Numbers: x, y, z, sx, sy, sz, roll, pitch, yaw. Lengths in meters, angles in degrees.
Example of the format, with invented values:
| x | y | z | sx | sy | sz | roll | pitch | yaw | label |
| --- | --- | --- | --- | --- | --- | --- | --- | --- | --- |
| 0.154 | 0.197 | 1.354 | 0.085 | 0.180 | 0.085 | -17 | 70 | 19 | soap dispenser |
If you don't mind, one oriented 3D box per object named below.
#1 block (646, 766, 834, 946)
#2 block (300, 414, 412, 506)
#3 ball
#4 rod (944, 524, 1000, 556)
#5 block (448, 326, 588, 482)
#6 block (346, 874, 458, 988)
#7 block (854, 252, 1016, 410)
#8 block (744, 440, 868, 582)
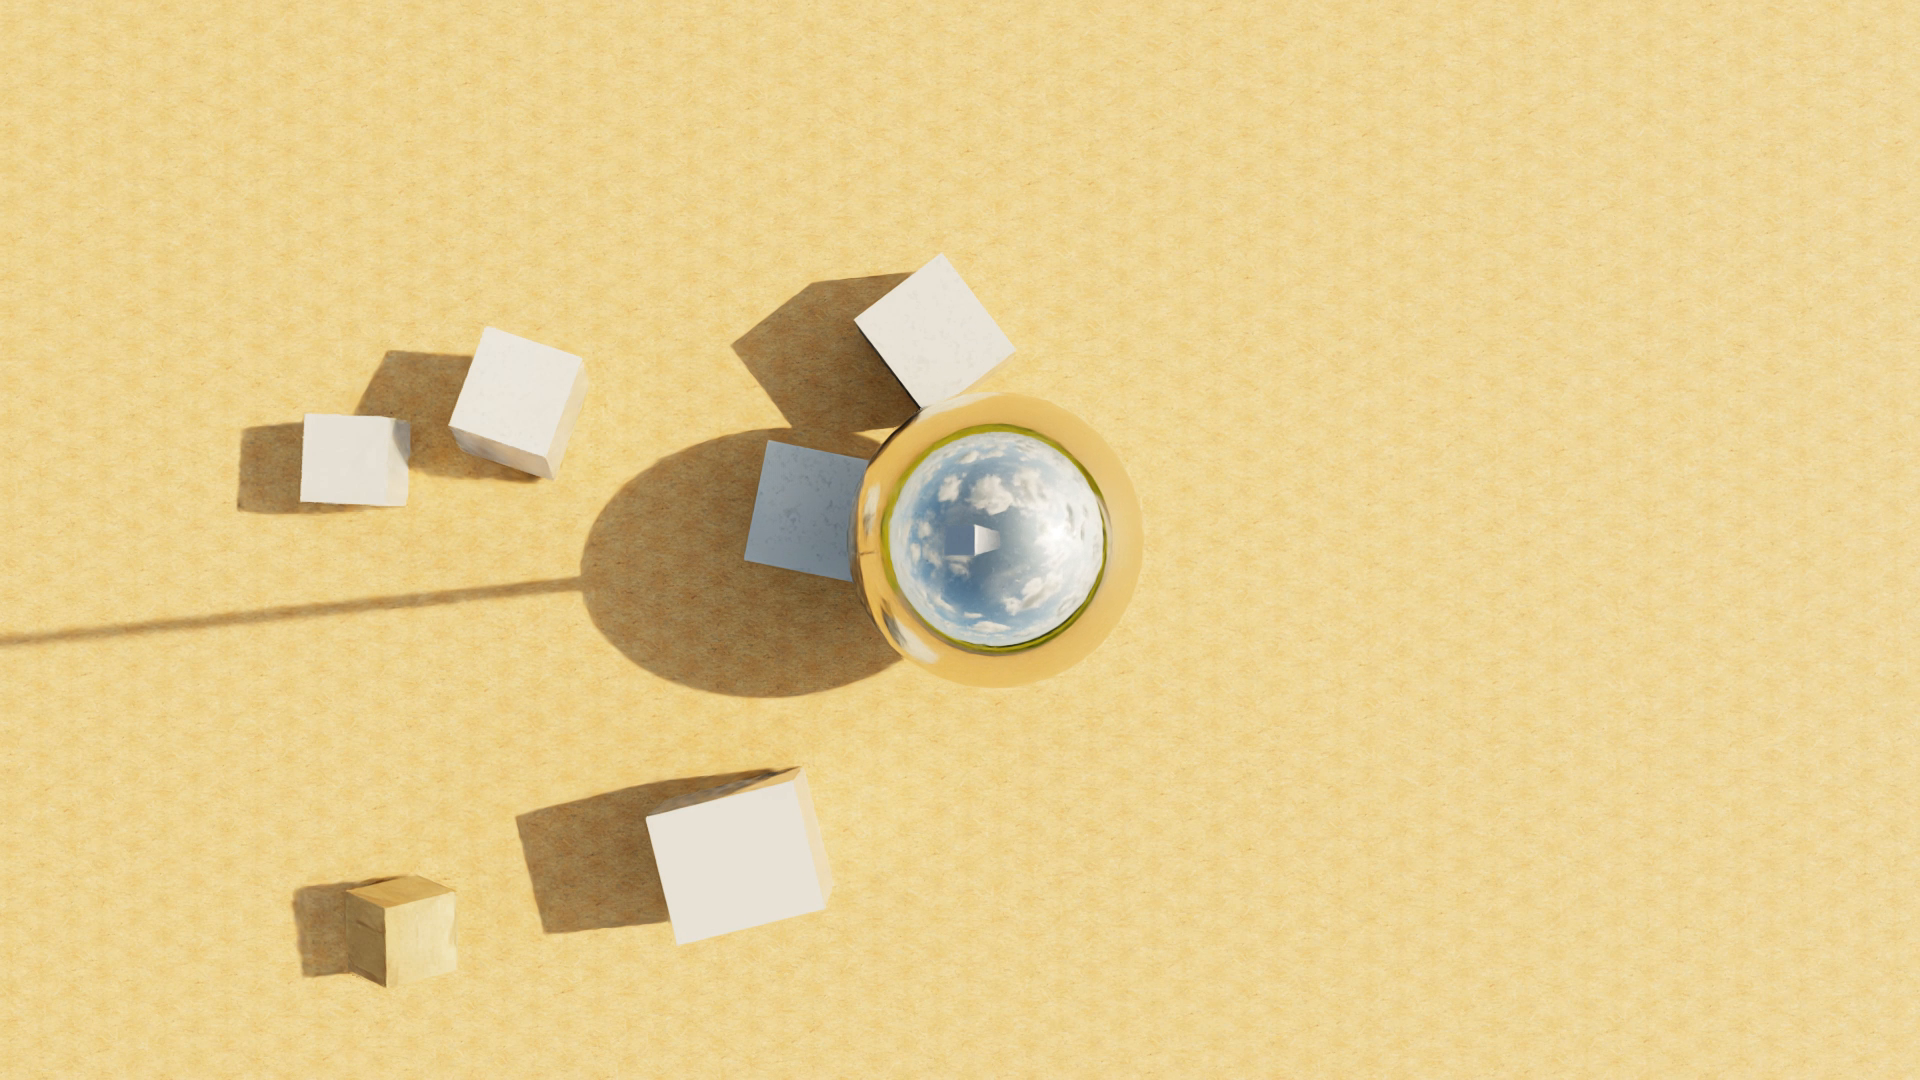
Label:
| x | y | z | sx | sy | sz | roll | pitch | yaw | label |
| --- | --- | --- | --- | --- | --- | --- | --- | --- | --- |
| -1.242 | 1.786 | 12.578 | 0.841 | 0.843 | 0.731 | -14 | 90 | 0 | block |
| -3.498 | -0.459 | 12.753 | 0.482 | 0.495 | 0.502 | 3 | 90 | 0 | block |
| 0.187 | 0.000 | 11.805 | 1.600 | 1.600 | 1.600 | 0 | 90 | 0 | ball |
| 0.081 | 0.000 | 8.407 | 0.080 | 5.200 | 0.080 | 0 | 90 | 2 | rod |
| -2.514 | -0.771 | 12.595 | 0.564 | 0.674 | 0.605 | 18 | 79 | -3 | block |
| -3.208 | 2.246 | 12.653 | 0.424 | 0.465 | 0.469 | 10 | 102 | 44 | block |
| -0.139 | -1.146 | 12.639 | 0.619 | 0.723 | 0.687 | -37 | 90 | 0 | block |
| -0.785 | -0.152 | 12.658 | 0.733 | 0.685 | 0.685 | 12 | 90 | 0 | block |
